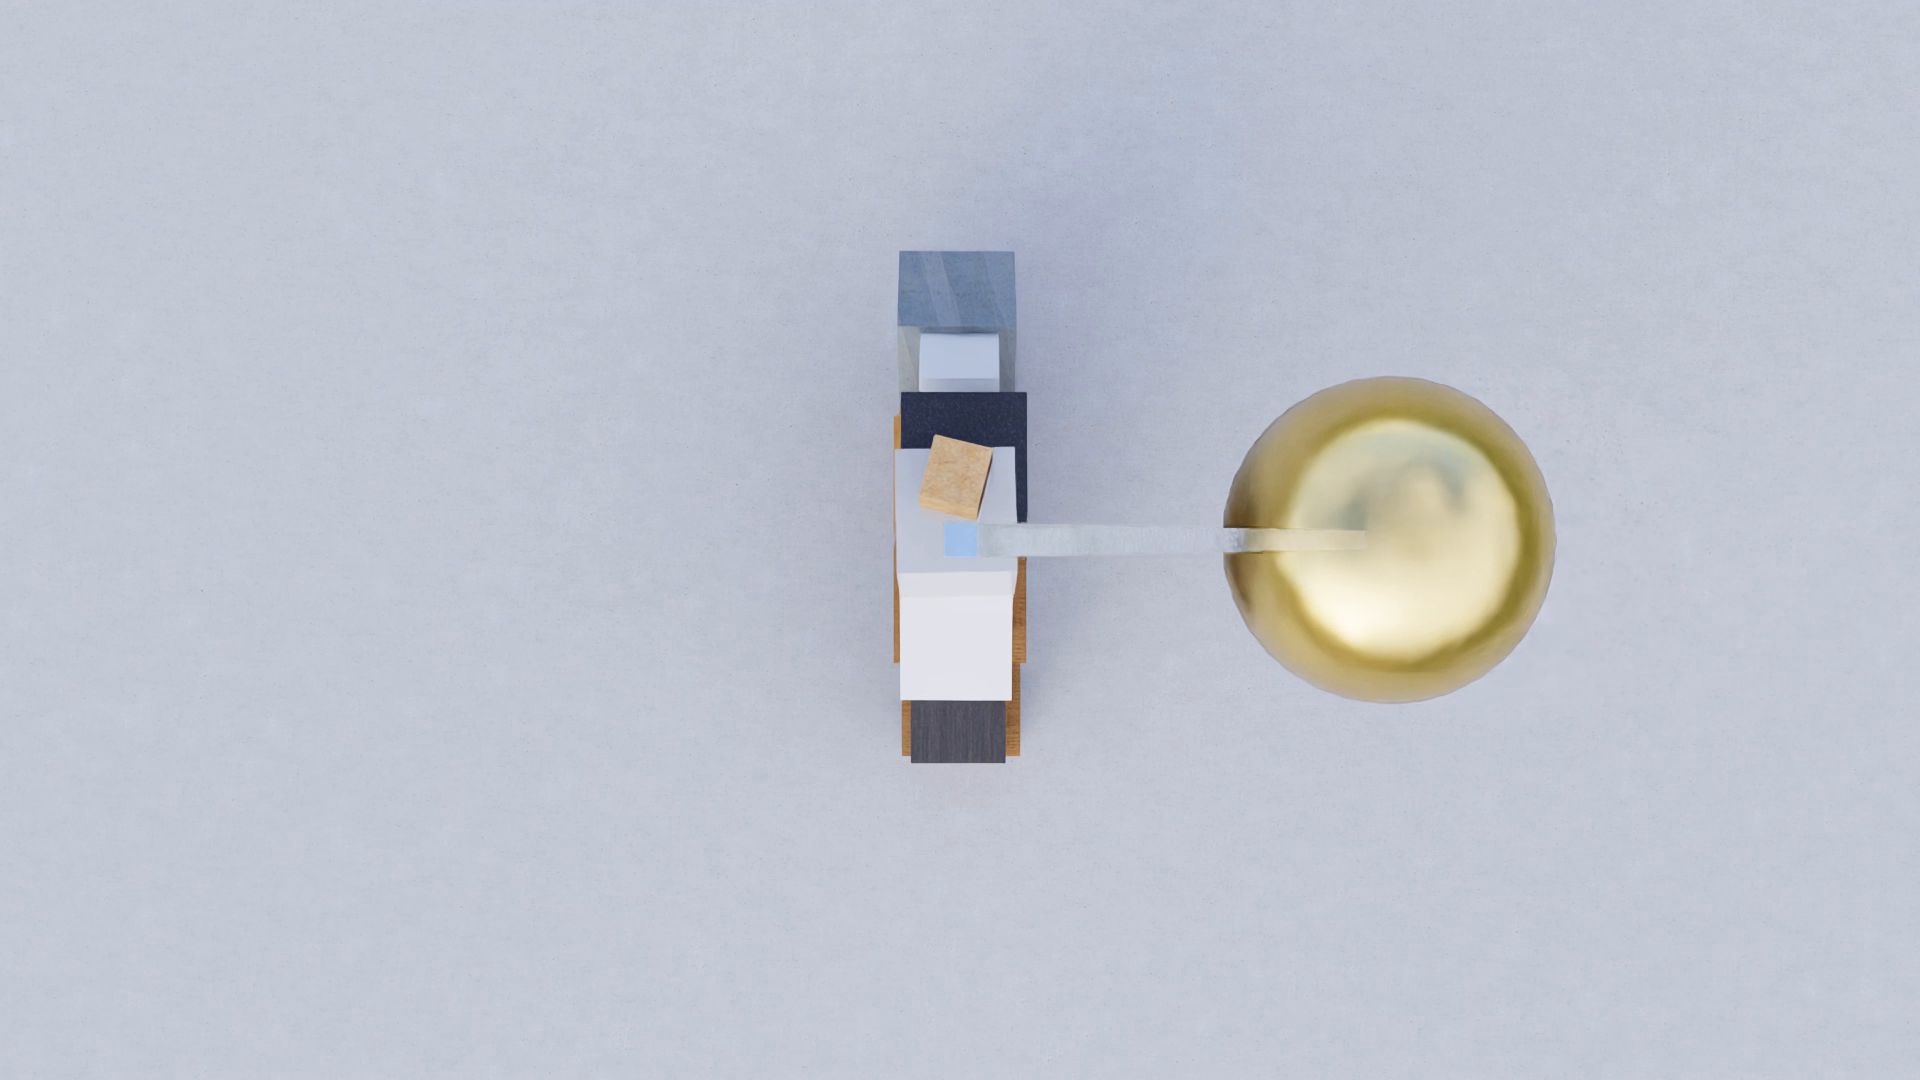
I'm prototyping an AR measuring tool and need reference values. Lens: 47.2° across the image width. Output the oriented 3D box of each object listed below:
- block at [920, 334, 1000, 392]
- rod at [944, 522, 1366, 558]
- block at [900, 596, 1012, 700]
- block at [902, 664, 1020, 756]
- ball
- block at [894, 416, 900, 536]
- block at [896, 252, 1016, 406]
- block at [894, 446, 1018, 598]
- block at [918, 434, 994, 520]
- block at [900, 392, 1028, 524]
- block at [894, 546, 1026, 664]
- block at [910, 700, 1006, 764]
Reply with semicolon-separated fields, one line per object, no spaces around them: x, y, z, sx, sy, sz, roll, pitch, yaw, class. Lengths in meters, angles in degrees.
-0.002;-0.813;11.658;0.416;0.379;0.415;0;133;0;block
0.899;0.000;7.497;0.080;5.200;0.080;0;90;20;rod
-0.019;0.422;10.997;0.543;0.627;0.579;0;105;0;block
0.006;0.867;12.677;0.665;0.646;0.694;0;90;0;block
2.074;0.000;10.687;1.600;1.600;1.600;0;90;0;ball
-0.013;-0.360;12.634;0.715;0.731;0.664;0;90;0;block
-0.017;-1.138;12.066;0.633;0.627;0.636;0;46;0;block
-0.019;-0.076;10.361;0.550;0.624;0.581;-1;78;0;block
-0.018;-0.281;9.957;0.270;0.251;0.288;14;79;3;block
0.019;-0.360;11.009;0.619;0.538;0.652;0;80;0;block
0.000;0.350;12.069;0.710;0.577;0.627;0;89;0;block
-0.009;0.943;12.114;0.513;0.479;0.527;0;90;0;block
